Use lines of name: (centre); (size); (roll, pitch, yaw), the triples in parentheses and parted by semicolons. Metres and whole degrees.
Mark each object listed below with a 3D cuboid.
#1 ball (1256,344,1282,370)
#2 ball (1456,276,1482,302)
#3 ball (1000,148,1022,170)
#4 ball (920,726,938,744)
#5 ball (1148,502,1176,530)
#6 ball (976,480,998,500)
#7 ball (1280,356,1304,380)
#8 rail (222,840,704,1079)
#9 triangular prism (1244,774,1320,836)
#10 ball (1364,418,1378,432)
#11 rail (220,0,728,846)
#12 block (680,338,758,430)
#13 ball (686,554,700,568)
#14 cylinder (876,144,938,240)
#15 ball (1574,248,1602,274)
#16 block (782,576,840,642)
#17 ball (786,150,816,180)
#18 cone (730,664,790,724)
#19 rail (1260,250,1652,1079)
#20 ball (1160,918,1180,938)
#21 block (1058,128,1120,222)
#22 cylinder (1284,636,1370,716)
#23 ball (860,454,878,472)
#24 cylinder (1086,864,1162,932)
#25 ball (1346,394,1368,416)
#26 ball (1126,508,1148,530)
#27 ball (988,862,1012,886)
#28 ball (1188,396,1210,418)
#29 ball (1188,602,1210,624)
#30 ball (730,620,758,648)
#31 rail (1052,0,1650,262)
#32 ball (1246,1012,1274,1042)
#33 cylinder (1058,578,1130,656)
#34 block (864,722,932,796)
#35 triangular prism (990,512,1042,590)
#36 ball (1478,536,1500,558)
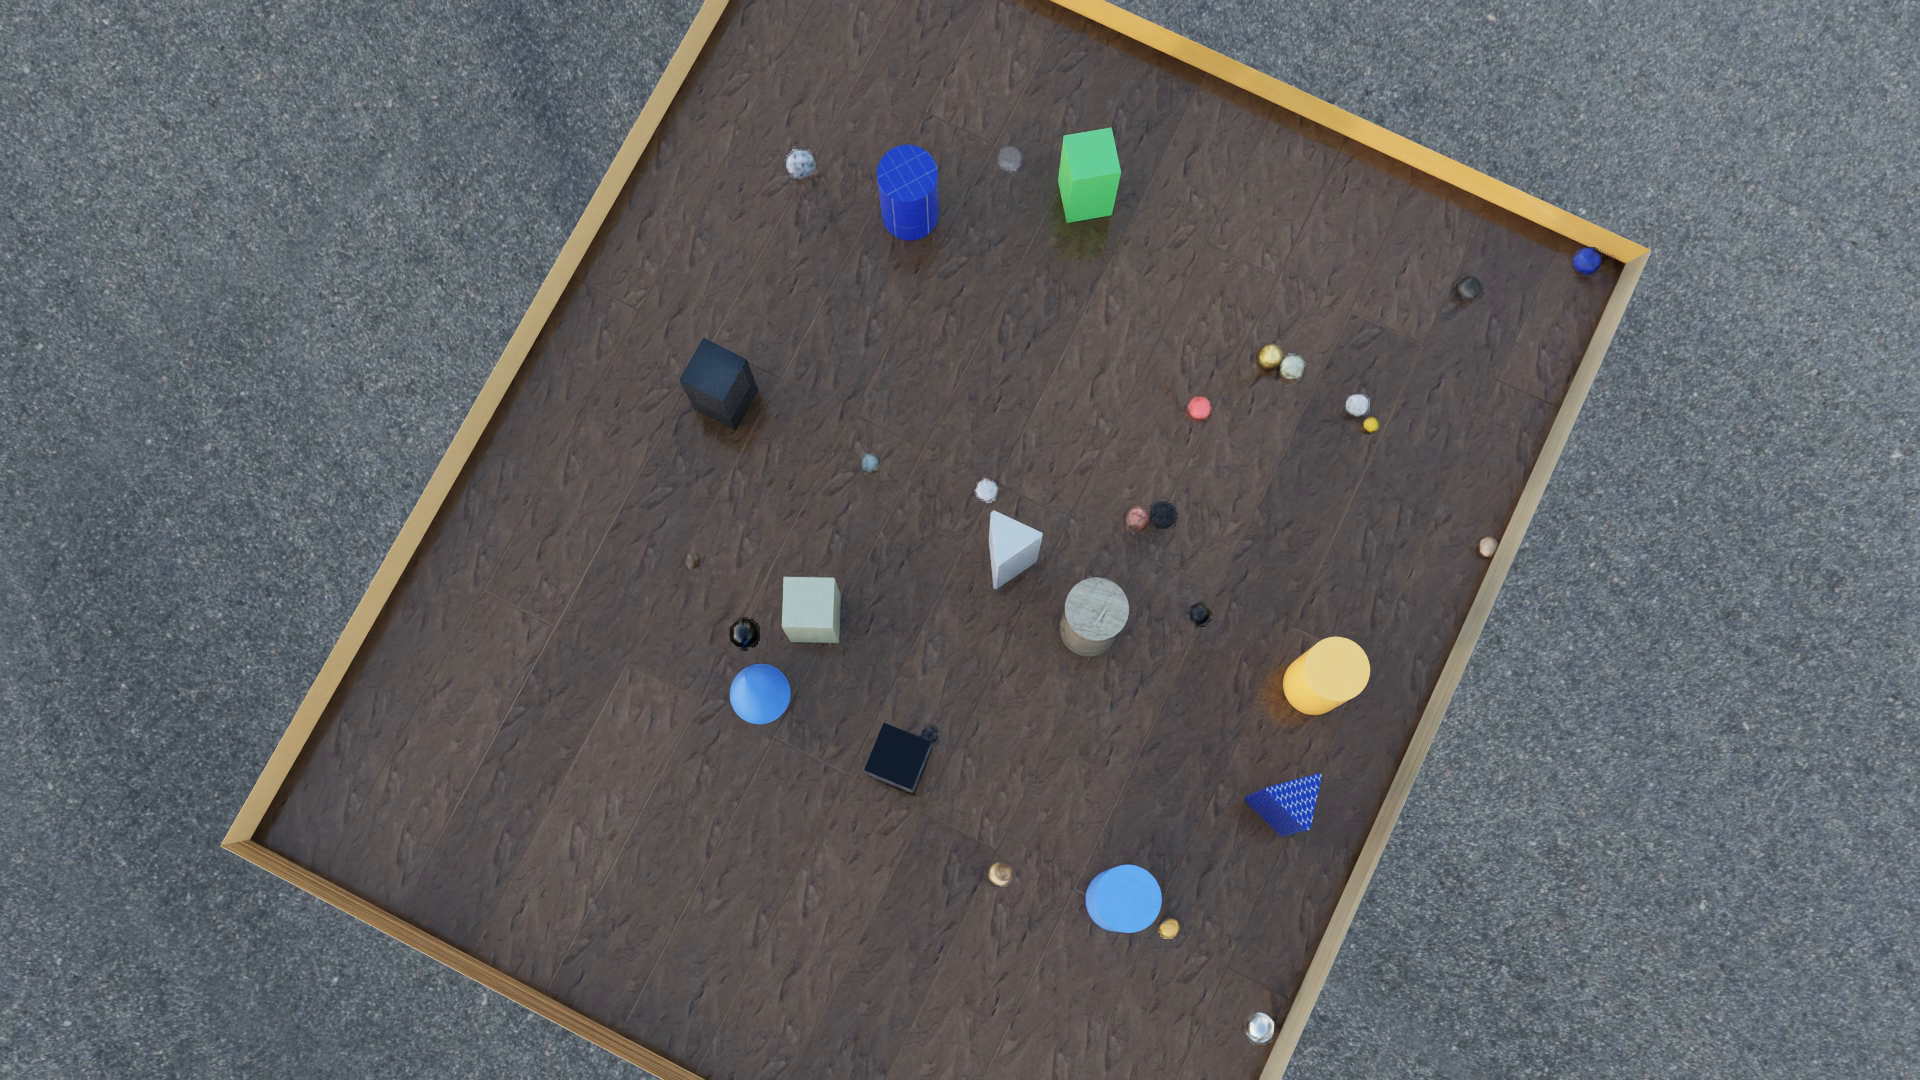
ball: (0.961, -0.568, 5.693); (0.079, 0.079, 0.079); (0, 78, 0)
ball: (1.594, -0.786, 5.739); (0.078, 0.078, 0.078); (0, 78, 0)
ball: (0.163, -1.212, 5.830); (0.071, 0.071, 0.071); (0, 78, 0)
ball: (-0.090, 0.584, 5.468); (0.054, 0.054, 0.054); (0, 78, 0)
ball: (0.617, -0.073, 5.590); (0.081, 0.081, 0.081); (0, 78, 0)
ball: (0.082, -0.154, 5.615); (0.065, 0.065, 0.065); (0, 78, 0)
ball: (1.031, -0.535, 5.688); (0.075, 0.075, 0.075); (0, 78, 0)
rail: (-0.783, 1.540, 5.236); (3.022, 0.119, 0.045); (26, 80, 5)
triangular prism: (0.949, 0.736, 5.255); (0.137, 0.409, 0.159); (-44, 82, -8)
ball: (1.270, -0.357, 5.667); (0.046, 0.046, 0.046); (0, 78, 0)
rail: (-1.330, -0.645, 5.688); (0.045, 0.119, 3.549); (26, 80, 5)
block: (-0.727, -0.469, 5.552); (0.147, 0.317, 0.147); (27, 80, 5)
ball: (-0.816, 0.065, 5.581); (0.042, 0.042, 0.042); (0, 78, 0)
cylinder: (-0.159, -1.071, 5.674); (0.183, 0.321, 0.183); (0, 78, 0)
ball: (1.972, -0.874, 5.754); (0.083, 0.083, 0.083); (0, 78, 0)
block: (-0.438, 0.209, 5.424); (0.147, 0.292, 0.147); (1, 78, 0)
ball: (-0.505, -1.192, 5.816); (0.092, 0.092, 0.092); (0, 78, 0)
cone: (-0.602, 0.422, 5.320); (0.183, 0.410, 0.183); (0, 78, 0)
rail: (1.330, 0.658, 5.419); (0.045, 0.119, 3.549); (26, 80, 5)
ball: (0.613, 1.133, 5.354); (0.055, 0.055, 0.055); (0, 78, 0)
block: (0.398, -1.126, 5.675); (0.147, 0.341, 0.147); (-10, 79, -2)
cylinder: (1.066, 0.400, 5.349); (0.183, 0.361, 0.183); (0, 78, 0)
ball: (-0.278, -0.236, 5.637); (0.054, 0.054, 0.054); (0, 78, 0)
cylinder: (0.461, 1.022, 5.209); (0.183, 0.384, 0.183); (0, 78, 0)
ball: (1.228, -0.417, 5.667); (0.070, 0.070, 0.070); (0, 78, 0)
ball: (0.542, -0.065, 5.595); (0.069, 0.069, 0.069); (0, 78, 0)
ball: (0.118, 0.981, 5.379); (0.067, 0.067, 0.067); (0, 78, 0)
ball: (0.741, -0.410, 5.665); (0.070, 0.070, 0.070); (0, 78, 0)
ball: (0.722, 0.223, 5.537); (0.065, 0.065, 0.065); (0, 78, 0)
ball: (-0.651, 0.282, 5.514); (0.087, 0.087, 0.087); (0, 78, 0)
rail: (0.783, -1.527, 5.870); (3.022, 0.119, 0.045); (26, 80, 5)
ball: (0.865, 1.407, 5.283); (0.083, 0.083, 0.083); (0, 78, 0)
cylinder: (0.391, 0.230, 5.399); (0.183, 0.332, 0.183); (0, 78, 0)
block: (-0.177, 0.642, 5.340); (0.147, 0.281, 0.147); (22, 79, 4)
triangular prism: (0.131, 0.012, 5.418); (0.159, 0.383, 0.137); (-34, 80, -7)
ball: (1.612, 0.021, 5.580); (0.062, 0.062, 0.062); (0, 78, 0)
